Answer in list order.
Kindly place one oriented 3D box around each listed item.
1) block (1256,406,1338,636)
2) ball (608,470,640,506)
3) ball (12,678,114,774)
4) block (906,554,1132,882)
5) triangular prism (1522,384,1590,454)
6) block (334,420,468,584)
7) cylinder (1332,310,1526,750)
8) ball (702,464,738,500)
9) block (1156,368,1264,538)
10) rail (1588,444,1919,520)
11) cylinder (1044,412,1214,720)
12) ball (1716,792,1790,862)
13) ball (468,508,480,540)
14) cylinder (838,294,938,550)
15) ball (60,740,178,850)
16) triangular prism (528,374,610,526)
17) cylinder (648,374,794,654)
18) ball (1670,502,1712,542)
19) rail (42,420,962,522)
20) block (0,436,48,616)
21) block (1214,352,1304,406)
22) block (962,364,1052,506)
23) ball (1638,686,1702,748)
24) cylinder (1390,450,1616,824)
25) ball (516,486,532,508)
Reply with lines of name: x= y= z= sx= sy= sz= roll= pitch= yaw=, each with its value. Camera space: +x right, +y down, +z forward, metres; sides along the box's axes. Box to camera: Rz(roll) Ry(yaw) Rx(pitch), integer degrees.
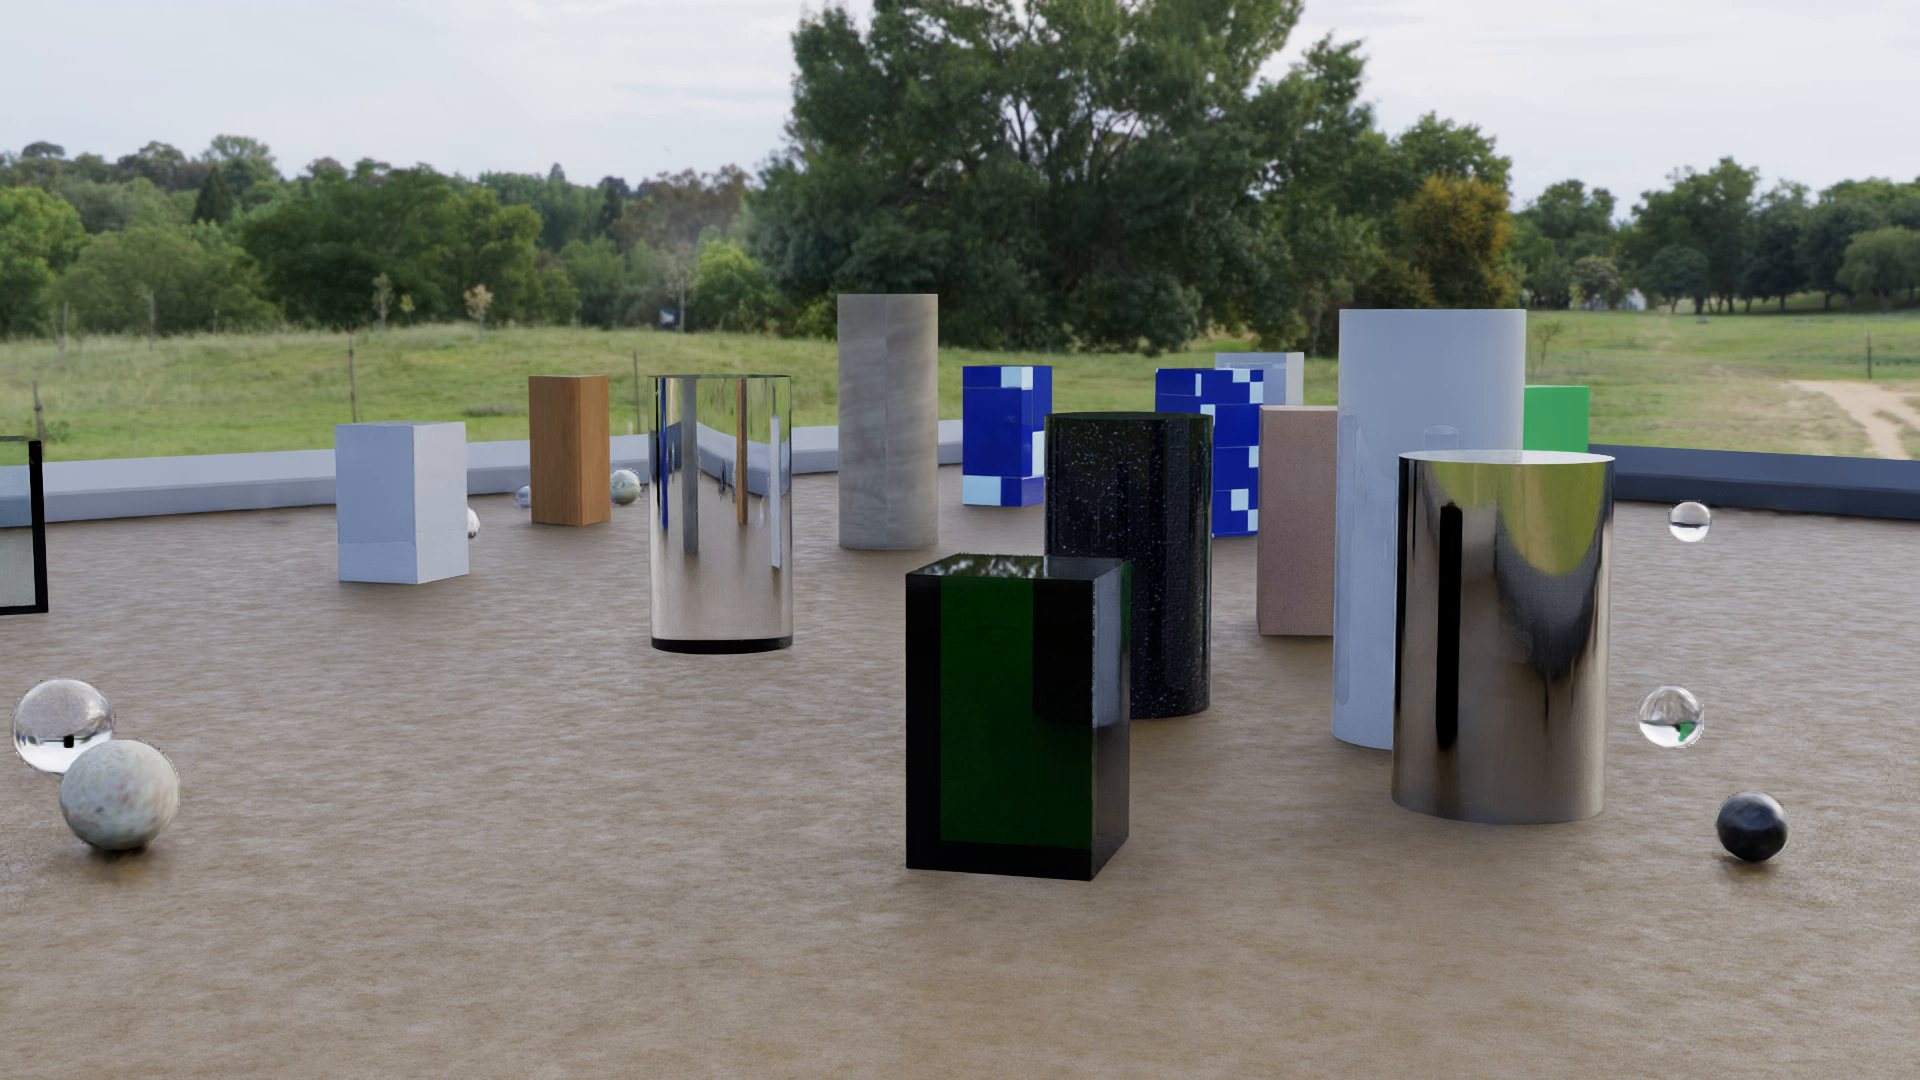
block: x=0.492 y=-0.030 z=3.054 sx=0.150 sy=0.306 sz=0.150 roll=1 pitch=6 yaw=5
ball: x=-0.760 y=-0.118 z=4.960 sx=0.080 sy=0.080 sz=0.080 roll=0 pitch=6 yaw=0
ball: x=-0.859 y=0.178 z=2.106 sx=0.091 sy=0.091 sz=0.091 roll=0 pitch=6 yaw=0
block: x=0.050 y=0.139 z=1.791 sx=0.150 sy=0.236 sz=0.150 roll=2 pitch=6 yaw=16
triangular prism: x=0.676 y=-0.021 z=2.772 sx=0.163 sy=0.347 sz=0.141 roll=-3 pitch=7 yaw=-25
block: x=-0.921 y=-0.066 z=3.632 sx=0.150 sy=0.255 sz=0.150 roll=2 pitch=6 yaw=20
cylinder: x=0.484 y=-0.016 z=2.275 sx=0.188 sy=0.442 sz=0.188 roll=0 pitch=6 yaw=0
ball: x=-0.554 y=-0.132 z=5.081 sx=0.082 sy=0.082 sz=0.082 roll=0 pitch=6 yaw=0
block: x=0.490 y=-0.175 z=4.339 sx=0.150 sy=0.324 sz=0.150 roll=-4 pitch=7 yaw=-30
rail: x=1.722 y=-0.135 z=4.912 sx=0.045 sy=0.122 sz=4.411 roll=-6 pitch=8 yaw=-42
cylinder: x=0.187 y=0.023 z=2.462 sx=0.188 sy=0.325 sz=0.188 roll=0 pitch=6 yaw=0
ball: x=0.639 y=0.231 z=1.774 sx=0.055 sy=0.055 sz=0.055 roll=0 pitch=6 yaw=0
ball: x=-0.948 y=-0.030 z=4.180 sx=0.068 sy=0.068 sz=0.068 roll=0 pitch=6 yaw=0
cylinder: x=-0.135 y=-0.225 z=4.124 sx=0.188 sy=0.469 sz=0.188 roll=0 pitch=6 yaw=0
ball: x=-0.691 y=0.210 z=1.808 sx=0.091 sy=0.091 sz=0.091 roll=0 pitch=6 yaw=0
triangular prism: x=-0.790 y=-0.191 z=4.591 sx=0.163 sy=0.303 sz=0.141 roll=5 pitch=8 yaw=42
cylinder: x=-0.315 y=-0.038 z=2.902 sx=0.188 sy=0.354 sz=0.188 roll=0 pitch=6 yaw=0
ball: x=1.388 y=-0.034 z=4.176 sx=0.078 sy=0.078 sz=0.078 roll=0 pitch=6 yaw=0
rail: x=-1.480 y=-0.137 z=4.927 sx=4.732 sy=0.122 sz=0.045 roll=-6 pitch=8 yaw=-42
block: x=-1.438 y=-0.021 z=3.228 sx=0.150 sy=0.252 sz=0.150 roll=-4 pitch=7 yaw=-33
block: x=0.627 y=-0.218 z=4.616 sx=0.150 sy=0.350 sz=0.150 roll=2 pitch=7 yaw=22
block: x=0.108 y=-0.241 z=5.016 sx=0.150 sy=0.312 sz=0.150 roll=3 pitch=7 yaw=29
ball: x=0.720 y=0.179 z=2.230 sx=0.063 sy=0.063 sz=0.063 roll=0 pitch=6 yaw=0
cylinder: x=0.486 y=0.081 z=1.975 sx=0.188 sy=0.312 sz=0.188 roll=0 pitch=6 yaw=0
ball: x=-0.961 y=-0.094 z=4.879 sx=0.049 sy=0.049 sz=0.049 roll=0 pitch=6 yaw=0
